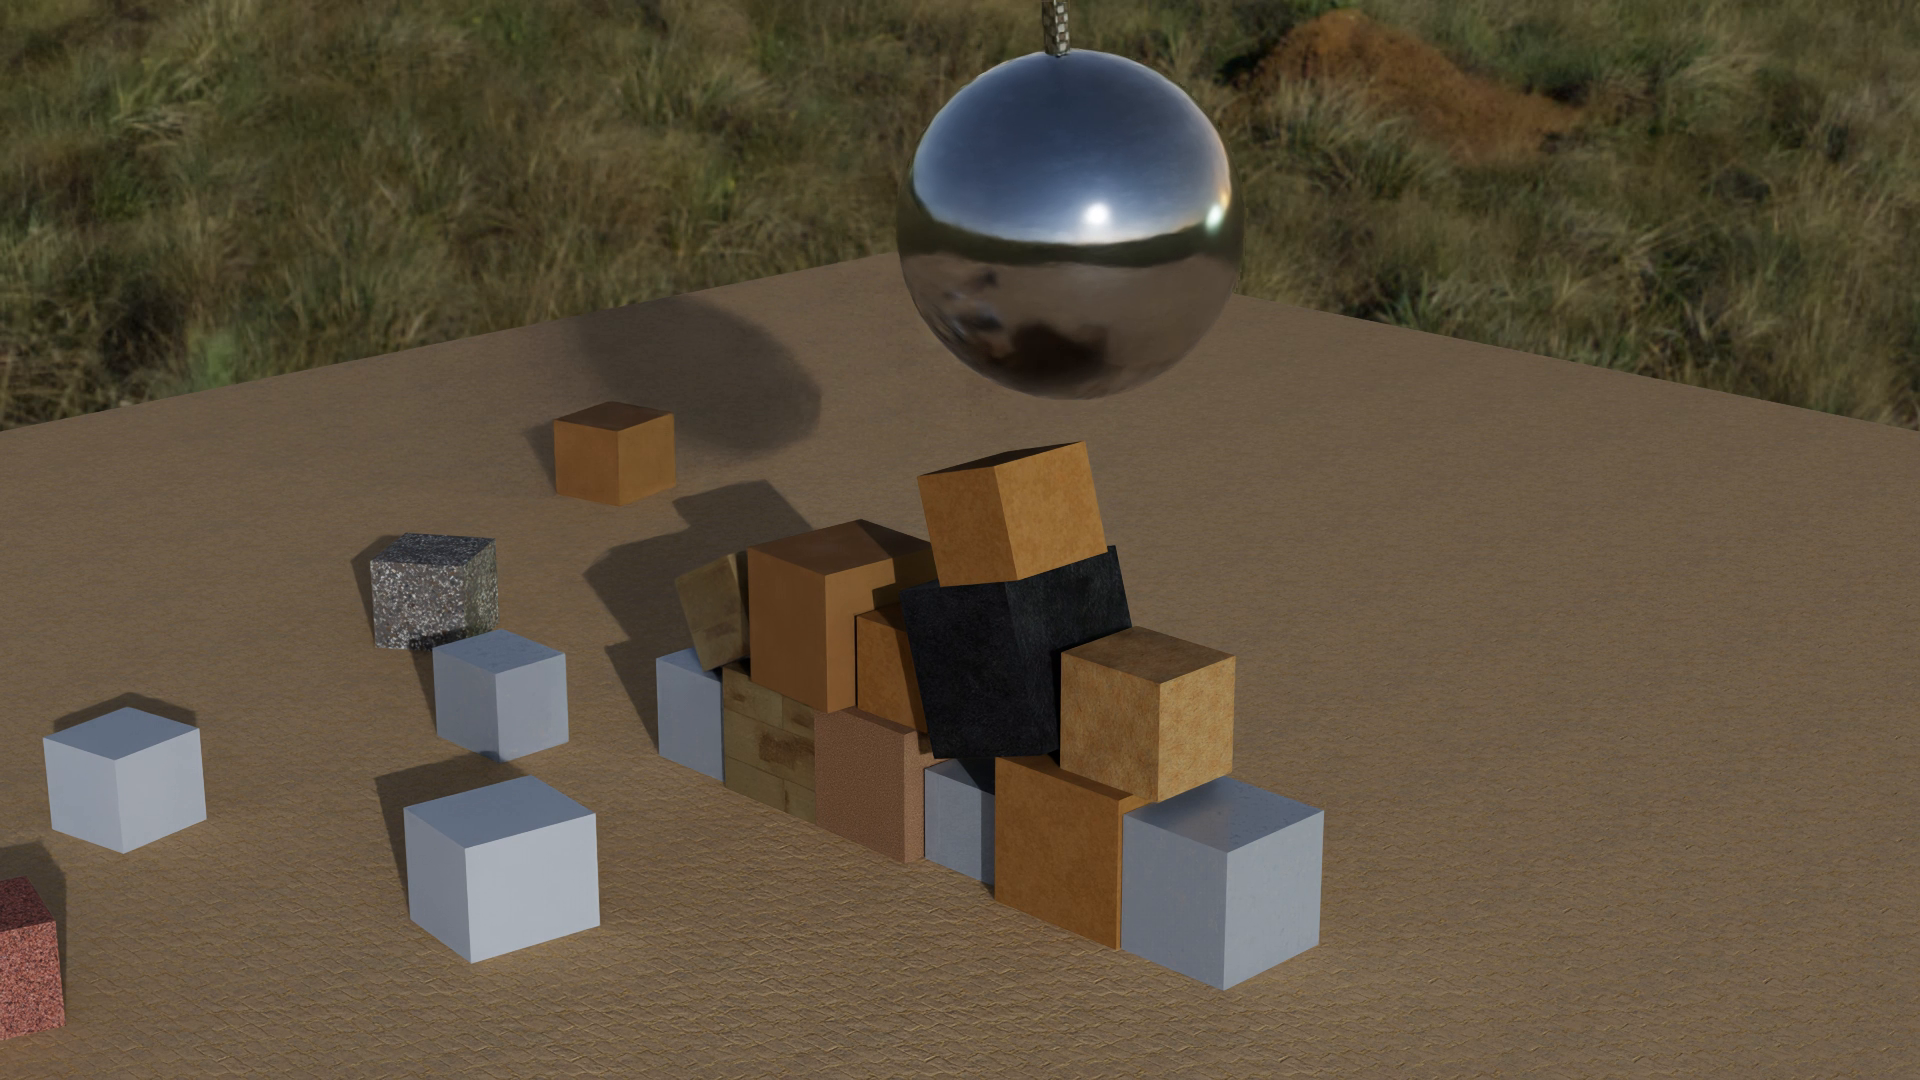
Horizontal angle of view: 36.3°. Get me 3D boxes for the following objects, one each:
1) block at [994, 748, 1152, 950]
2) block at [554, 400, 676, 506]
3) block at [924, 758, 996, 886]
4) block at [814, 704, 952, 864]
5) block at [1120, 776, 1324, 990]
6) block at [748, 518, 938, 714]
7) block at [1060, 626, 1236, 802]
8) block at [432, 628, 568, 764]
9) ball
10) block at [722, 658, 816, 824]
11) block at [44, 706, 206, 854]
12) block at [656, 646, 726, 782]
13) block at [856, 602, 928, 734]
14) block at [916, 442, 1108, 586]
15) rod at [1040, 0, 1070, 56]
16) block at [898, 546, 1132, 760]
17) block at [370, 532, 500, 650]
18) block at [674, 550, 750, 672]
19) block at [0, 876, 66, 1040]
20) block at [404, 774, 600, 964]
[{"bbox_3d":[0.648,1.296,13.059,0.731,0.697,0.659,17,24,42],"label":"block"},{"bbox_3d":[-2.273,-0.573,19.324,0.542,0.506,0.577,11,21,32],"label":"block"},{"bbox_3d":[0.188,1.278,13.535,0.447,0.446,0.544,-17,24,-42],"label":"block"},{"bbox_3d":[-0.247,1.062,13.900,0.624,0.639,0.623,-16,24,-41],"label":"block"},{"bbox_3d":[1.128,1.465,12.634,0.641,0.629,0.580,-17,24,-42],"label":"block"},{"bbox_3d":[-0.549,0.352,13.971,0.693,0.674,0.590,-15,22,-39],"label":"block"},{"bbox_3d":[0.813,0.749,12.739,0.564,0.539,0.495,16,24,42],"label":"block"},{"bbox_3d":[-2.352,0.794,15.019,0.433,0.480,0.545,-16,24,-42],"label":"block"},{"bbox_3d":[0.503,-1.440,13.417,1.600,1.600,1.600,0,17,0],"label":"ball"},{"bbox_3d":[-0.701,0.924,14.344,0.664,0.637,0.621,17,24,42],"label":"block"},{"bbox_3d":[-3.971,1.136,13.952,0.511,0.467,0.504,12,21,33],"label":"block"},{"bbox_3d":[-1.115,0.839,14.802,0.600,0.523,0.560,-17,24,-42],"label":"block"},{"bbox_3d":[-0.151,0.568,13.645,0.459,0.456,0.467,16,24,42],"label":"block"},{"bbox_3d":[0.231,-0.114,12.944,0.561,0.502,0.509,-17,7,-41],"label":"block"},{"bbox_3d":[0.218,-4.575,12.133,0.080,5.200,0.080,17,31,42],"label":"rod"},{"bbox_3d":[0.290,0.506,13.204,0.727,0.780,0.683,-17,7,-43],"label":"block"},{"bbox_3d":[-2.960,0.295,16.559,0.538,0.507,0.536,3,18,11],"label":"block"},{"bbox_3d":[-1.000,0.310,14.505,0.530,0.485,0.503,-15,-5,-39],"label":"block"},{"bbox_3d":[-4.013,1.738,12.031,0.516,0.471,0.514,-10,20,-28],"label":"block"},{"bbox_3d":[-2.013,1.436,12.886,0.636,0.534,0.566,-13,22,-35],"label":"block"}]
